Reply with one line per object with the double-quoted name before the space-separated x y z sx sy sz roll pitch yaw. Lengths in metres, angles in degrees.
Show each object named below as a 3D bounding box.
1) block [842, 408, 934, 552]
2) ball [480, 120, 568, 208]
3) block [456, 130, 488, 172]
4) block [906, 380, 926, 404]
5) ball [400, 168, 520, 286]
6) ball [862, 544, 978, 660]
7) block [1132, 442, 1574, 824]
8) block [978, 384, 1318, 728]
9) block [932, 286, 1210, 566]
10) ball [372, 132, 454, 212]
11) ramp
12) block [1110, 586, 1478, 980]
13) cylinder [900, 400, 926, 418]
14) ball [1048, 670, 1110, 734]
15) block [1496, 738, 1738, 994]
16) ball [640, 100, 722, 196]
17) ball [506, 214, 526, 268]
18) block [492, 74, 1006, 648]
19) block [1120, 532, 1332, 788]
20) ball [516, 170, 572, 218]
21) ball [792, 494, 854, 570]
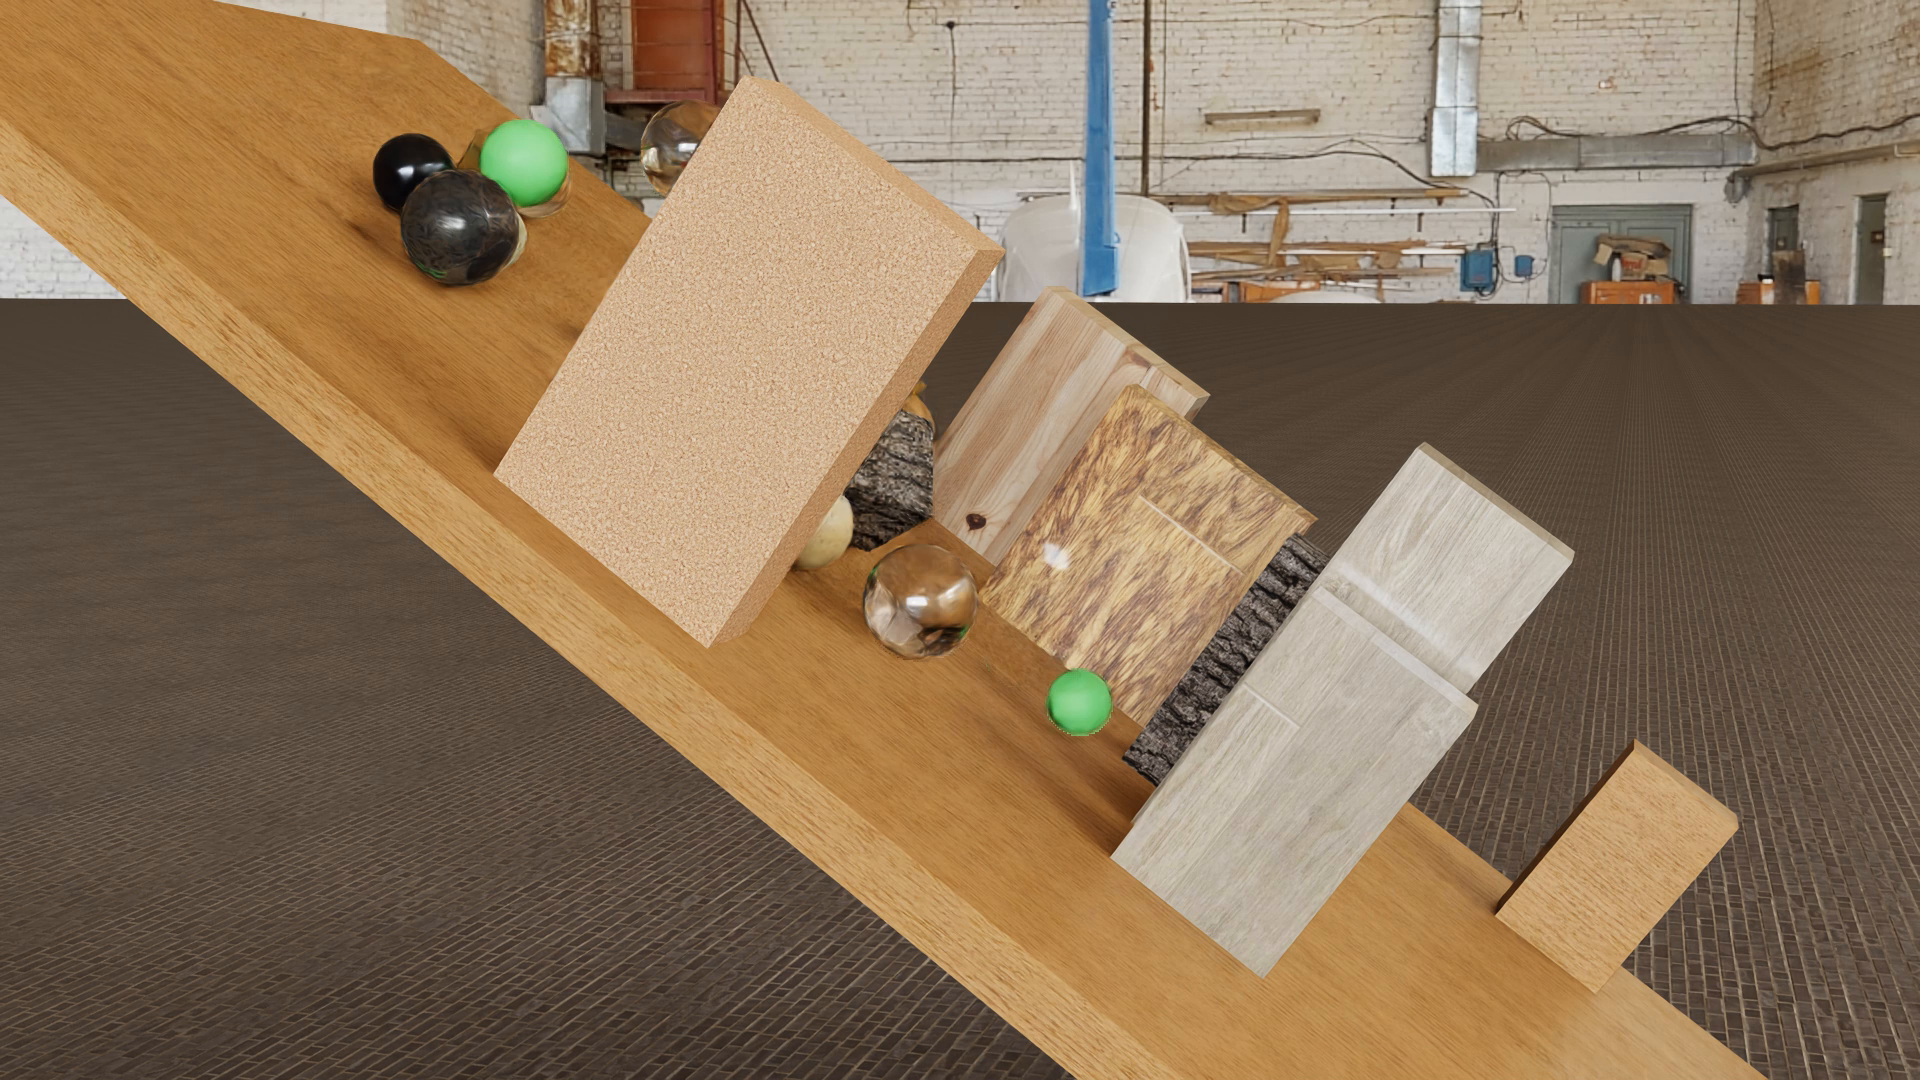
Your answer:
"block" -0.181 -0.121 3.953 0.190 0.190 0.190 19 -31 -35
"ball" -0.826 -0.713 4.165 0.164 0.164 0.164 0 7 0
"block" -0.949 -0.723 4.418 0.128 0.128 0.128 30 16 -17
"block" -0.166 -0.318 4.859 0.120 0.120 0.120 35 17 1
"ball" -0.886 -0.554 3.898 0.207 0.207 0.207 0 7 0
"ball" -0.066 0.103 3.691 0.194 0.194 0.194 0 7 0
"block" 0.642 0.246 3.630 0.299 0.788 0.137 38 16 10
"block" 0.351 0.035 4.180 0.429 0.504 0.094 38 16 10
"block" 0.195 -0.195 4.498 0.378 0.523 0.147 38 16 10
"ball" -1.019 -0.683 4.106 0.152 0.152 0.152 0 7 0
"ramp" -0.081 0.149 4.077 4.000 0.100 2.000 38 16 10
"block" 0.522 0.381 3.456 0.304 0.535 0.109 38 16 10
"cylinder" -0.170 -0.199 4.356 0.198 0.198 0.198 1 -1 11
"ball" 0.210 0.285 3.883 0.112 0.112 0.112 0 7 0
"block" 1.334 0.663 4.478 0.250 0.448 0.113 38 16 10
"ball" -0.502 -0.727 4.125 0.195 0.195 0.195 0 7 0
"ball" -0.877 -0.569 4.102 0.133 0.133 0.133 0 7 0
"block" -0.319 -0.259 3.255 0.428 0.716 0.145 38 16 10
"block" 0.568 0.286 3.893 0.322 0.502 0.107 38 16 10
"ball" -0.883 -0.744 4.588 0.144 0.144 0.144 0 7 0
"ball" -0.259 -0.028 3.743 0.158 0.158 0.158 0 7 0
